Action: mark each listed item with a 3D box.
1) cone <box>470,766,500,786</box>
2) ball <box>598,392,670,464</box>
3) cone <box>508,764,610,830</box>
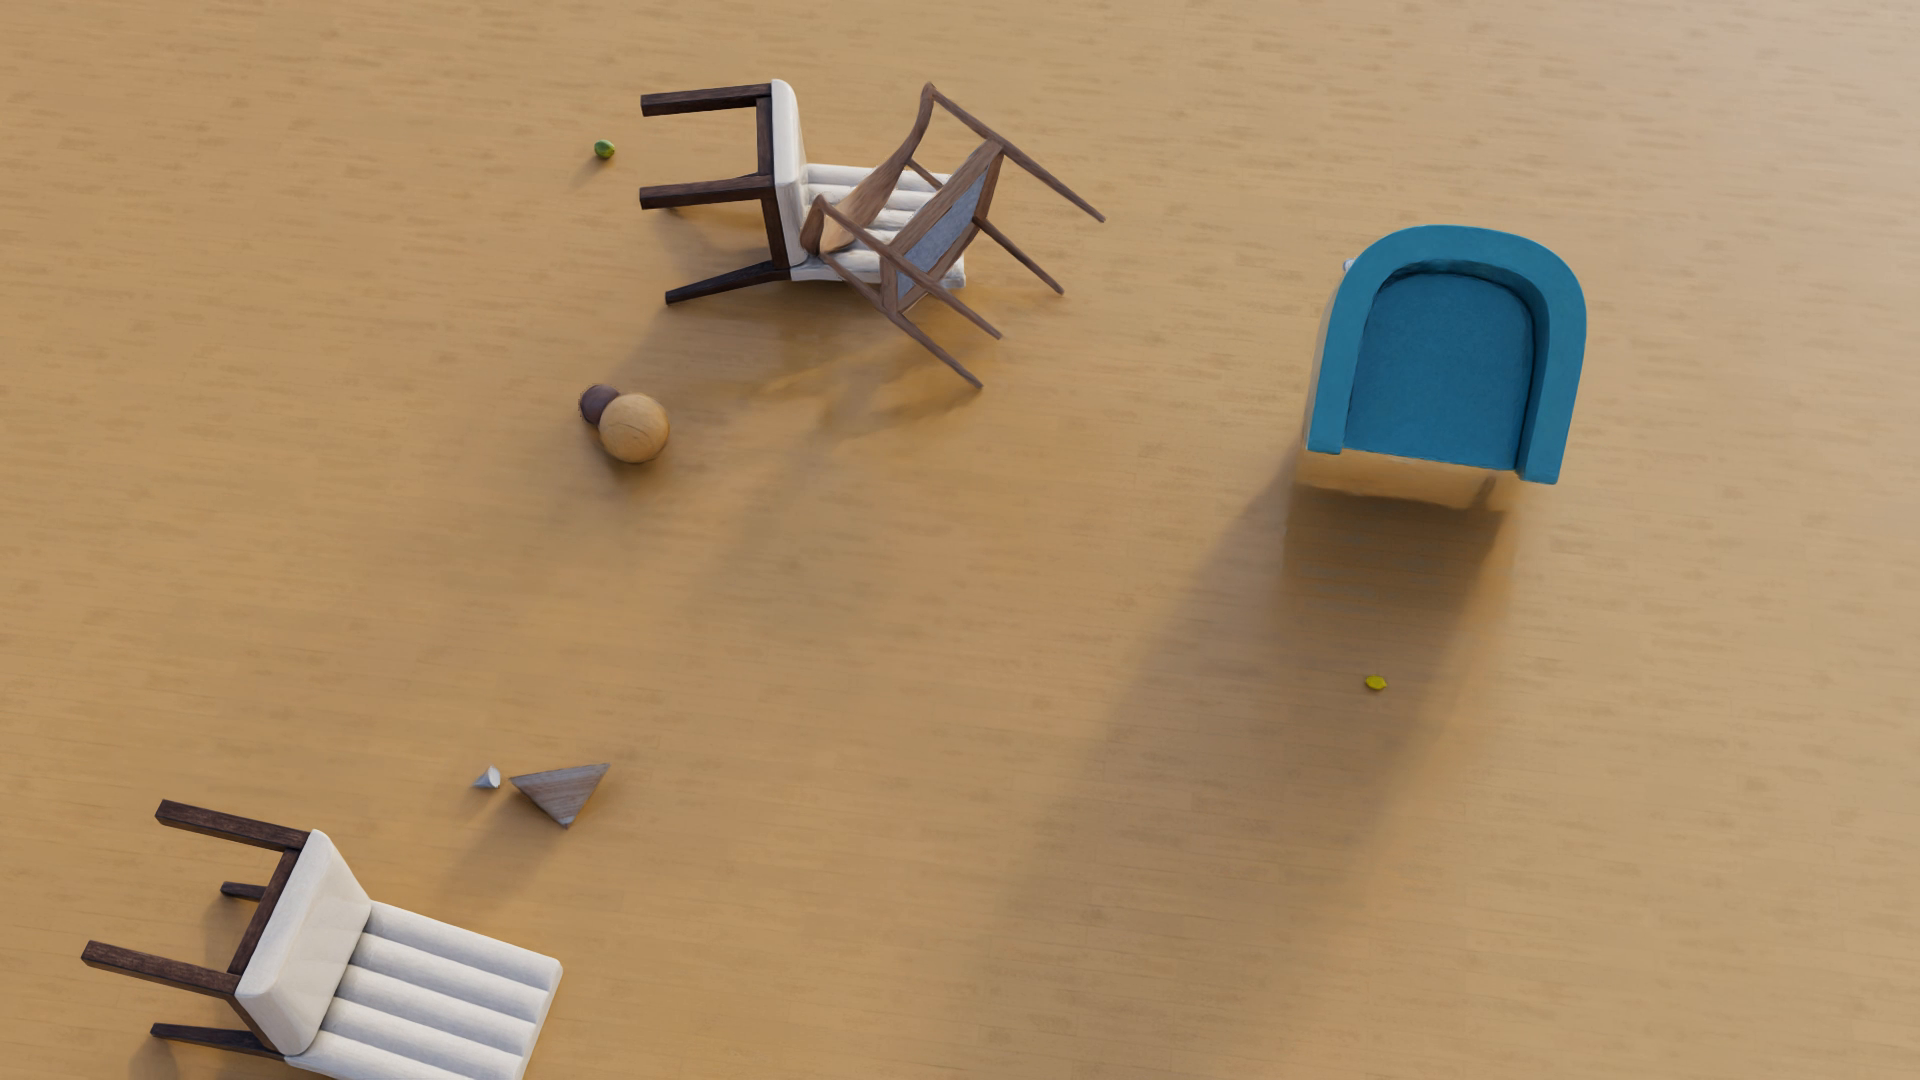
[{"bbox_3d":[-1.327,0.668,6.108,0.078,0.052,0.079,-21,24,12],"label":"cone"},{"bbox_3d":[-0.988,-0.340,6.673,0.214,0.214,0.214,0,56,0],"label":"ball"},{"bbox_3d":[-1.092,0.716,6.050,0.290,0.161,0.163,-8,83,-2],"label":"cone"}]
